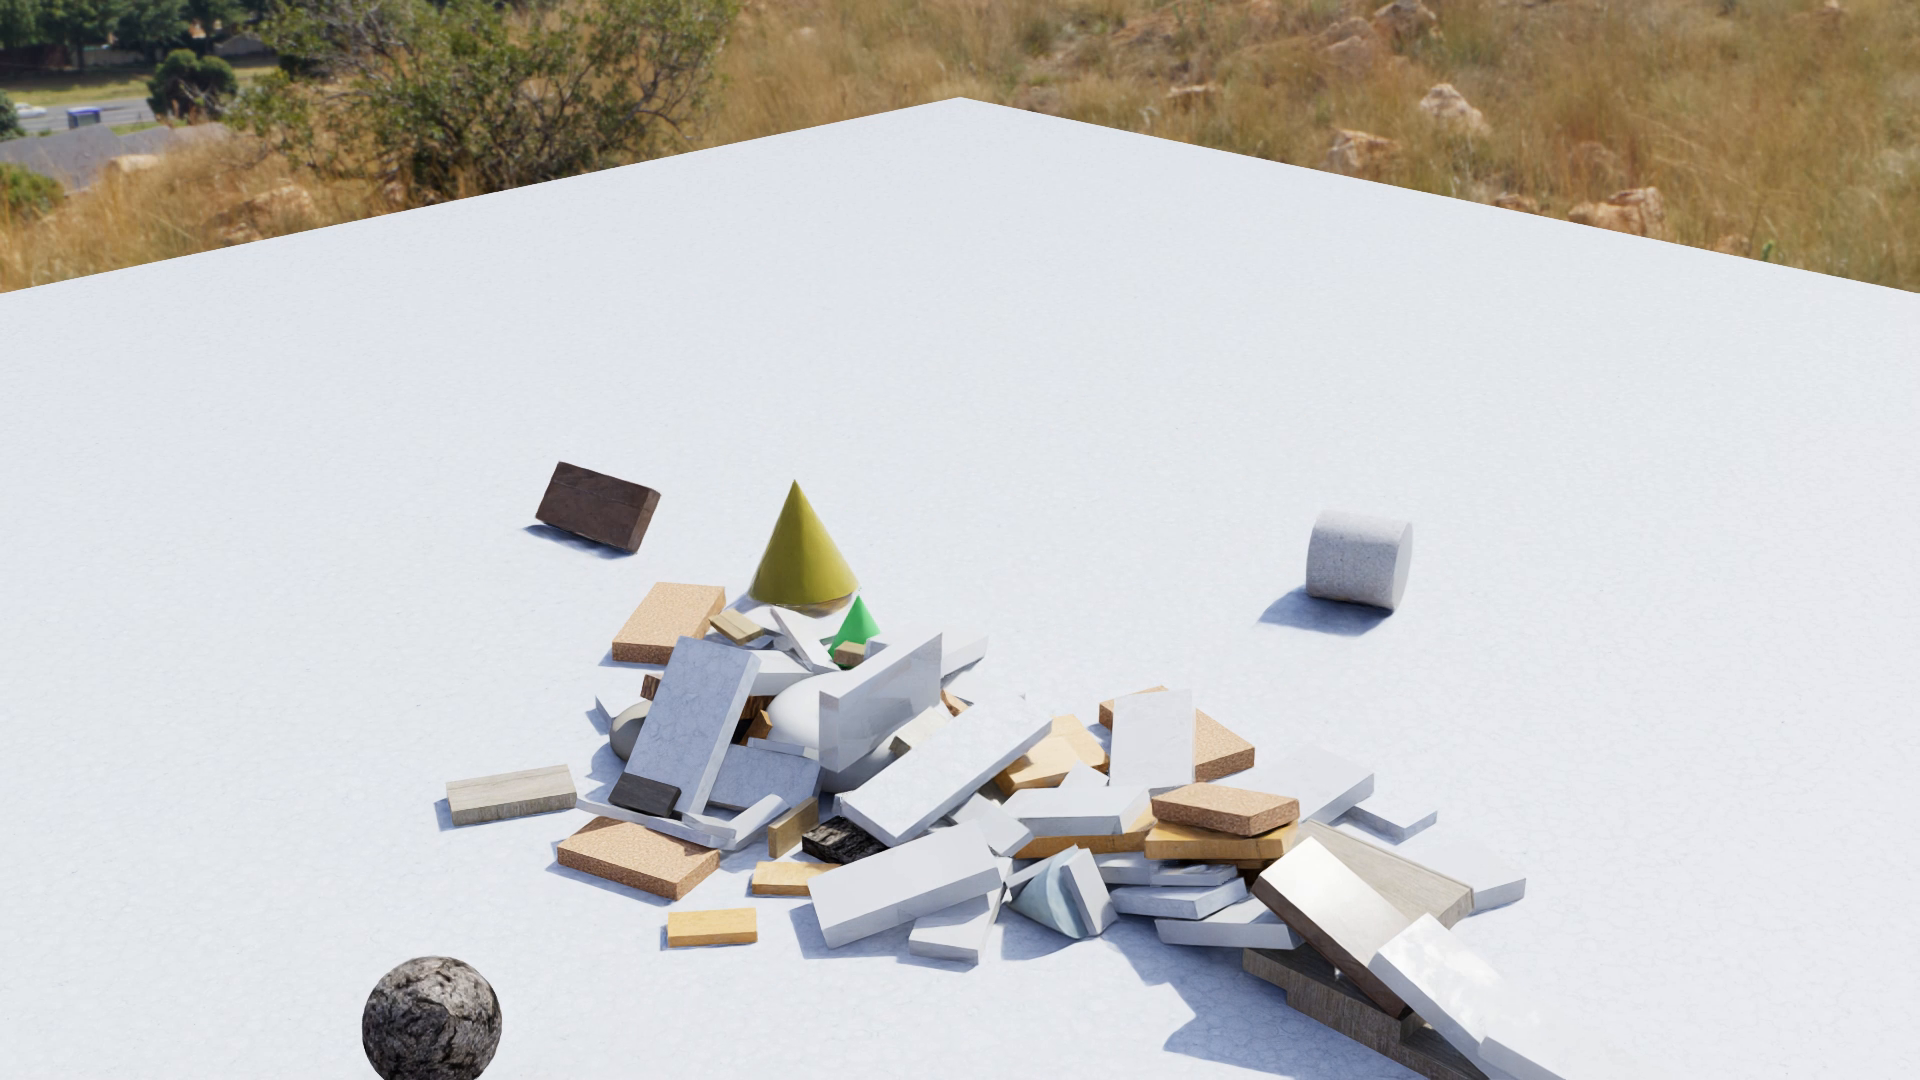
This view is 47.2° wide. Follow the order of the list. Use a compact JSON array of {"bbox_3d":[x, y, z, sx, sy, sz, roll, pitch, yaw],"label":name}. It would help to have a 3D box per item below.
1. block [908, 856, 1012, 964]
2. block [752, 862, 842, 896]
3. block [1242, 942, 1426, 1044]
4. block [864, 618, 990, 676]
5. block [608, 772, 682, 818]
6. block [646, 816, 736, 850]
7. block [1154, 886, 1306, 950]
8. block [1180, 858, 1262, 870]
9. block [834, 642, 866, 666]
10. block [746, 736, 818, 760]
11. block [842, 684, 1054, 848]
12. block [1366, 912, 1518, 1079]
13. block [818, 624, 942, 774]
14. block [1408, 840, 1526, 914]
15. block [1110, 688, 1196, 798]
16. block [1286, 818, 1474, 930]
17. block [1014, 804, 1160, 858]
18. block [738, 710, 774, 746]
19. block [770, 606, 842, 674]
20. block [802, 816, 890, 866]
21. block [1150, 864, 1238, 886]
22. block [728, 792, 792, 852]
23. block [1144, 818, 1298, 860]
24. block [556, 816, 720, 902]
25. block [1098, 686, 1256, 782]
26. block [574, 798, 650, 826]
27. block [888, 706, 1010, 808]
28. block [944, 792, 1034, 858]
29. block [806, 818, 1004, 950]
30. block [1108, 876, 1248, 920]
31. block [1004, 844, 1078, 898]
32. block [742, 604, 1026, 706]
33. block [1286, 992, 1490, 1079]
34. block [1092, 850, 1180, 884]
[{"bbox_3d":[0.004,0.676,4.070,0.130,0.037,0.259,6,32,14],"label":"block"},{"bbox_3d":[-0.312,0.648,4.204,0.162,0.023,0.081,1,23,3],"label":"block"},{"bbox_3d":[0.672,0.756,3.825,0.324,0.046,0.162,20,30,39],"label":"block"},{"bbox_3d":[-0.072,0.243,4.969,0.173,0.049,0.375,13,9,16],"label":"block"},{"bbox_3d":[-0.633,0.514,4.413,0.136,0.019,0.068,12,58,25],"label":"block"},{"bbox_3d":[-0.526,0.575,4.313,0.162,0.023,0.081,11,-5,34],"label":"block"},{"bbox_3d":[0.522,0.675,3.945,0.162,0.046,0.324,-22,8,-39],"label":"block"},{"bbox_3d":[0.485,0.600,4.097,0.071,0.020,0.142,10,-11,-40],"label":"block"},{"bbox_3d":[-0.166,0.272,4.928,0.217,0.031,0.108,12,8,8],"label":"block"},{"bbox_3d":[-0.356,0.425,4.469,0.139,0.020,0.069,6,-12,30],"label":"block"},{"bbox_3d":[-0.020,0.446,4.357,0.142,0.040,0.460,31,47,30],"label":"block"},{"bbox_3d":[0.845,0.769,3.645,0.315,0.045,0.158,42,42,25],"label":"block"},{"bbox_3d":[-0.159,0.319,4.465,0.049,0.173,0.346,19,31,30],"label":"block"},{"bbox_3d":[0.892,0.656,4.156,0.315,0.045,0.158,-11,25,-24],"label":"block"},{"bbox_3d":[0.403,0.433,4.578,0.168,0.048,0.336,-7,30,11],"label":"block"},{"bbox_3d":[0.746,0.639,4.079,0.169,0.048,0.377,-31,33,-33],"label":"block"},{"bbox_3d":[0.256,0.562,4.270,0.283,0.040,0.141,-7,15,25],"label":"block"},{"bbox_3d":[-0.436,0.428,4.594,0.019,0.135,0.068,27,11,-26],"label":"block"},{"bbox_3d":[-0.356,0.230,5.012,0.068,0.019,0.387,17,12,-23],"label":"block"},{"bbox_3d":[-0.155,0.613,4.269,0.297,0.037,0.130,18,29,37],"label":"block"},{"bbox_3d":[0.428,0.613,4.029,0.142,0.020,0.071,-7,4,37],"label":"block"},{"bbox_3d":[-0.407,0.559,4.361,0.139,0.020,0.069,-33,35,-21],"label":"block"},{"bbox_3d":[0.486,0.548,4.081,0.259,0.037,0.130,-4,14,22],"label":"block"},{"bbox_3d":[-0.624,0.614,4.263,0.283,0.040,0.141,12,26,26],"label":"block"},{"bbox_3d":[0.462,0.417,4.718,0.168,0.048,0.336,-13,26,-28],"label":"block"},{"bbox_3d":[-0.689,0.540,4.364,0.136,0.019,0.068,18,-7,-29],"label":"block"},{"bbox_3d":[0.008,0.464,4.457,0.284,0.040,0.142,36,34,12],"label":"block"},{"bbox_3d":[0.046,0.547,4.265,0.075,0.021,0.240,-36,33,-18],"label":"block"},{"bbox_3d":[-0.105,0.636,4.081,0.338,0.048,0.169,-19,27,-5],"label":"block"},{"bbox_3d":[0.398,0.654,4.052,0.124,0.035,0.248,-17,5,-35],"label":"block"},{"bbox_3d":[0.159,0.627,4.127,0.149,0.075,0.021,-25,58,-5],"label":"block"},{"bbox_3d":[-0.193,0.276,5.070,0.777,0.031,0.108,17,28,35],"label":"block"},{"bbox_3d":[0.965,0.915,3.557,0.130,0.037,0.989,-21,31,-40],"label":"block"},{"bbox_3d":[0.304,0.610,4.192,0.248,0.035,0.124,-4,17,36],"label":"block"}]
